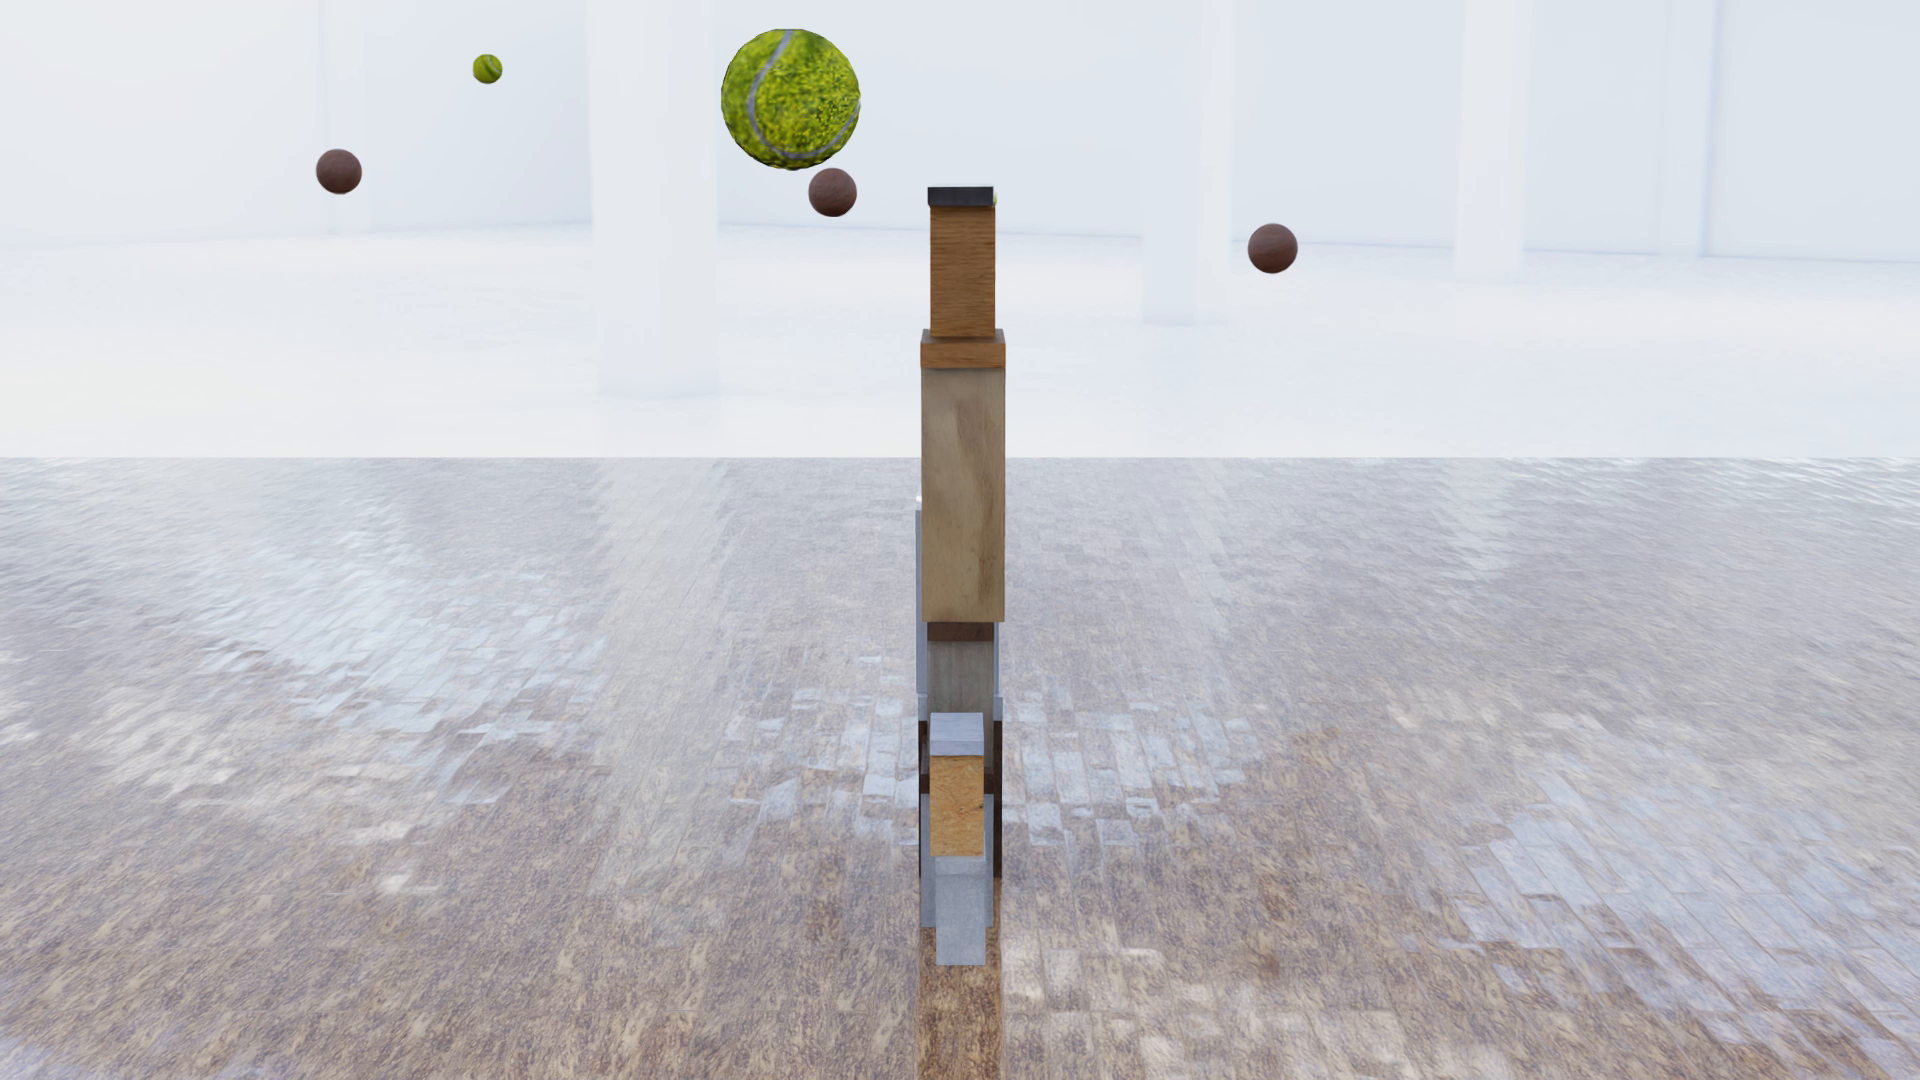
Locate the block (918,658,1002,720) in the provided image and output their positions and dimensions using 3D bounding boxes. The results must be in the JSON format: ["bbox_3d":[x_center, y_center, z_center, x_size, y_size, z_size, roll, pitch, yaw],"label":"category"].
[{"bbox_3d":[0.001,0.256,3.805,0.142,0.040,0.283,0,11,0],"label":"block"}]

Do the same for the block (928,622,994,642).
[{"bbox_3d":[0.001,0.124,3.524,0.104,0.030,0.209,0,11,0],"label":"block"}]

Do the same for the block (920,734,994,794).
[{"bbox_3d":[-0.004,0.361,3.559,0.114,0.032,0.229,0,11,0],"label":"block"}]

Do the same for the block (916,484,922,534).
[{"bbox_3d":[-0.004,-0.055,3.744,0.139,0.039,0.277,0,11,0],"label":"block"}]

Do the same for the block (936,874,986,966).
[{"bbox_3d":[0.001,0.573,3.350,0.075,0.150,0.021,0,11,0],"label":"block"}]

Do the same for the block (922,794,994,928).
[{"bbox_3d":[-0.004,0.504,3.508,0.114,0.229,0.032,0,11,0],"label":"block"}]

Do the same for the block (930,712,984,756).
[{"bbox_3d":[-0.005,0.296,3.363,0.081,0.023,0.162,0,10,0],"label":"block"}]

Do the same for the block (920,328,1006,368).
[{"bbox_3d":[0.005,-0.303,3.449,0.130,0.037,0.259,0,10,0],"label":"block"}]

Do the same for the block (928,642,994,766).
[{"bbox_3d":[0.001,0.254,3.478,0.104,0.209,0.030,0,11,0],"label":"block"}]

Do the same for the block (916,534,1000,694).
[{"bbox_3d":[-0.004,0.118,3.681,0.139,0.277,0.039,0,11,0],"label":"block"}]

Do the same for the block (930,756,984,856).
[{"bbox_3d":[-0.005,0.397,3.326,0.081,0.162,0.023,0,11,0],"label":"block"}]

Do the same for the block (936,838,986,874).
[{"bbox_3d":[0.001,0.479,3.383,0.075,0.021,0.150,0,11,0],"label":"block"}]

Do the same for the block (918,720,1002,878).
[{"bbox_3d":[0.001,0.432,3.742,0.142,0.283,0.040,0,11,0],"label":"block"}]

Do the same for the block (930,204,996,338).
[{"bbox_3d":[0.004,-0.417,3.412,0.101,0.203,0.029,0,11,0],"label":"block"}]

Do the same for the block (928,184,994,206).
[{"bbox_3d":[0.003,-0.544,3.457,0.101,0.029,0.202,0,11,1],"label":"block"}]

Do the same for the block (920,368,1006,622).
[{"bbox_3d":[0.005,-0.072,3.405,0.130,0.400,0.037,0,11,0],"label":"block"}]
